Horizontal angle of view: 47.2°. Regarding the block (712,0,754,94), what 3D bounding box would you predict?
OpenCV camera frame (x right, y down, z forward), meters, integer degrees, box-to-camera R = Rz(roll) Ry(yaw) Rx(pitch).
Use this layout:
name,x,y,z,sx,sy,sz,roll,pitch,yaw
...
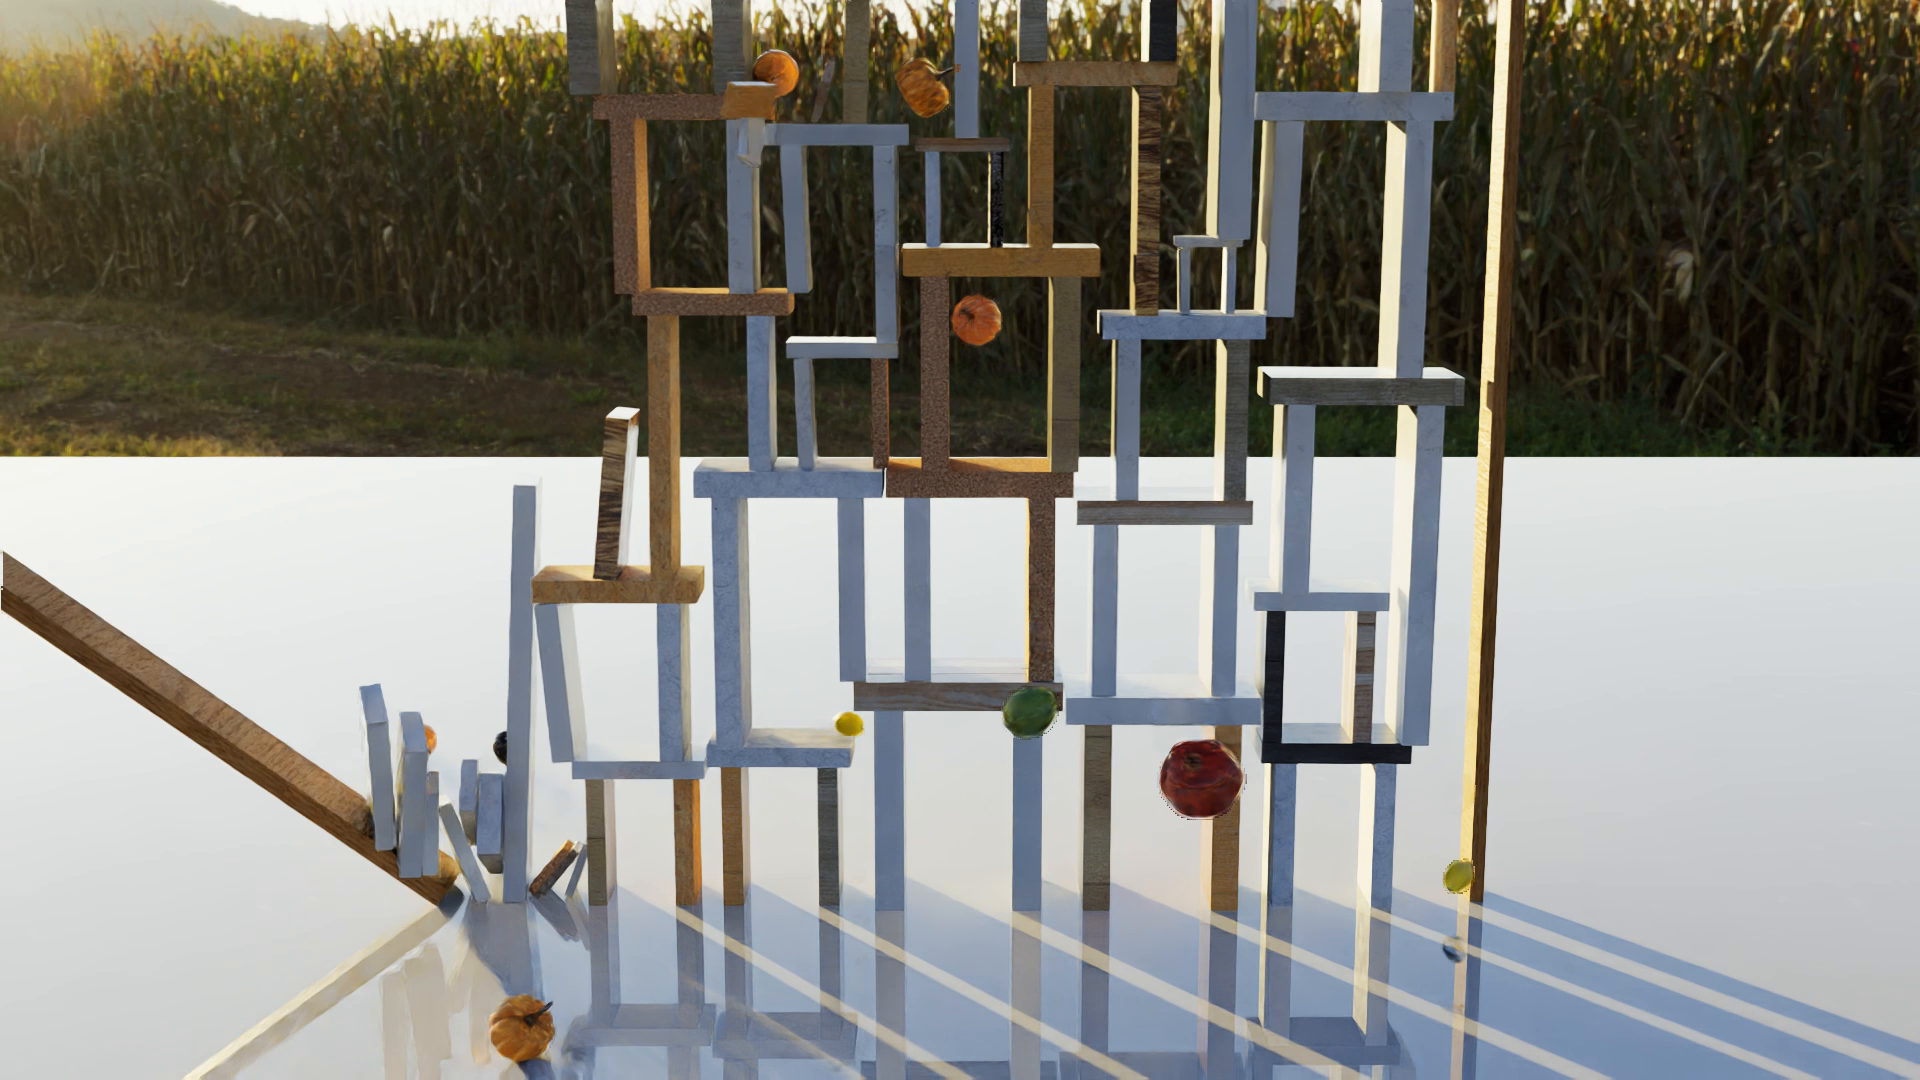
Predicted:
name,x,y,z,sx,sy,sz,roll,pitch,yaw
block,-0.354,-0.857,3.400,0.047,0.330,0.165,-1,11,0

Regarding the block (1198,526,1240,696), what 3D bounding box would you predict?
name,x,y,z,sx,sy,sz,roll,pitch,yaw
block,0.421,0.101,3.580,0.040,0.279,0.140,0,11,-2

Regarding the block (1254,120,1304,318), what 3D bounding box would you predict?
name,x,y,z,sx,sy,sz,roll,pitch,yaw
block,0.502,-0.508,3.468,0.043,0.301,0.150,1,11,0

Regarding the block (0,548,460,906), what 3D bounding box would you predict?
name,x,y,z,sx,sy,sz,roll,pitch,yaw
block,-1.365,0.203,3.598,1.281,0.034,0.120,36,9,-6

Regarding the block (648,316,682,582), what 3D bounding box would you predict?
name,x,y,z,sx,sy,sz,roll,pitch,yaw
block,-0.474,-0.153,3.531,0.035,0.423,0.122,1,11,0

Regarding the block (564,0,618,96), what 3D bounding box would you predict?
name,x,y,z,sx,sy,sz,roll,pitch,yaw
block,-0.575,-0.857,3.400,0.047,0.330,0.165,-1,11,0

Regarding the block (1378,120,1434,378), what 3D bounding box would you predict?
name,x,y,z,sx,sy,sz,roll,pitch,yaw
block,0.703,-0.461,3.473,0.043,0.395,0.150,0,11,0

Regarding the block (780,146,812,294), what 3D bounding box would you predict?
name,x,y,z,sx,sy,sz,roll,pitch,yaw
block,-0.257,-0.507,3.464,0.032,0.227,0.113,-2,11,0

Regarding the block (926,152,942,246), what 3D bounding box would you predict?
name,x,y,z,sx,sy,sz,roll,pitch,yaw
block,-0.042,-0.538,3.466,0.021,0.147,0.073,0,11,2

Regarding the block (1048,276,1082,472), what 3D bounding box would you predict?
name,x,y,z,sx,sy,sz,roll,pitch,yaw
block,0.165,-0.271,3.510,0.043,0.307,0.153,0,11,0

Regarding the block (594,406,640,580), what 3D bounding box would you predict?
name,x,y,z,sx,sy,sz,roll,pitch,yaw
block,-0.554,-0.076,3.549,0.037,0.261,0.131,6,10,-2

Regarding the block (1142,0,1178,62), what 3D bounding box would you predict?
name,x,y,z,sx,sy,sz,roll,pitch,yaw
block,0.308,-0.887,3.391,0.042,0.295,0.148,0,10,0

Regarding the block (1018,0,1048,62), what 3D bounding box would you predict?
name,x,y,z,sx,sy,sz,roll,pitch,yaw
block,0.112,-0.887,3.391,0.042,0.295,0.148,0,11,0

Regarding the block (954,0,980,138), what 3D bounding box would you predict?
name,x,y,z,sx,sy,sz,roll,pitch,yaw
block,0.012,-0.766,3.425,0.036,0.275,0.127,0,11,2

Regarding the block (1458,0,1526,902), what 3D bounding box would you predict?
name,x,y,z,sx,sy,sz,roll,pitch,yaw
block,0.853,-0.133,3.535,0.023,1.471,0.081,0,11,0

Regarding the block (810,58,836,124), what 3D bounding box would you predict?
name,x,y,z,sx,sy,sz,roll,pitch,yaw
block,-0.211,-0.691,3.386,0.014,0.048,0.096,15,-31,-8

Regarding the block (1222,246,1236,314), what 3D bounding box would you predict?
name,x,y,z,sx,sy,sz,roll,pitch,yaw
block,0.426,-0.413,3.485,0.015,0.105,0.053,0,11,0

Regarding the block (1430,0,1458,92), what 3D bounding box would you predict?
name,x,y,z,sx,sy,sz,roll,pitch,yaw
block,0.750,-0.776,3.409,0.023,0.161,0.081,0,11,0

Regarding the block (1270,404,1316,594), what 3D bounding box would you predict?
name,x,y,z,sx,sy,sz,roll,pitch,yaw
block,0.535,-0.077,3.544,0.043,0.303,0.152,0,11,0

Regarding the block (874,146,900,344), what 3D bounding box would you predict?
name,x,y,z,sx,sy,sz,roll,pitch,yaw
block,-0.115,-0.468,3.470,0.032,0.305,0.113,0,11,2

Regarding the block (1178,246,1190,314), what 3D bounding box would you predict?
name,x,y,z,sx,sy,sz,roll,pitch,yaw
block,0.355,-0.413,3.485,0.015,0.105,0.053,-1,11,0

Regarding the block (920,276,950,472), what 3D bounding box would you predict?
name,x,y,z,sx,sy,sz,roll,pitch,yaw
block,-0.040,-0.271,3.510,0.043,0.307,0.153,0,11,0

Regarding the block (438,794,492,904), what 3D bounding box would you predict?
name,x,y,z,sx,sy,sz,roll,pitch,yaw
block,-0.821,0.507,3.616,0.025,0.174,0.087,-24,10,-18

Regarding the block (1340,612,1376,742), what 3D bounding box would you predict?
name,x,y,z,sx,sy,sz,roll,pitch,yaw
block,0.651,0.211,3.595,0.031,0.218,0.109,0,11,0

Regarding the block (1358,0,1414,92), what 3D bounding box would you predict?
name,x,y,z,sx,sy,sz,roll,pitch,yaw
block,0.661,-0.869,3.391,0.050,0.350,0.175,0,11,0

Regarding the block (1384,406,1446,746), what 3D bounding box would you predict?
name,x,y,z,sx,sy,sz,roll,pitch,yaw
block,0.736,0.046,3.568,0.043,0.552,0.152,0,11,0

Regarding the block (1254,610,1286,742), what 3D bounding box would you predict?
name,x,y,z,sx,sy,sz,roll,pitch,yaw
block,0.506,0.210,3.595,0.031,0.218,0.109,0,11,0

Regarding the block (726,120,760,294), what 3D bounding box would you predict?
name,x,y,z,sx,sy,sz,roll,pitch,yaw
block,-0.340,-0.526,3.459,0.038,0.266,0.133,0,11,0

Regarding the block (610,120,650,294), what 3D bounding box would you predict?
name,x,y,z,sx,sy,sz,roll,pitch,yaw
block,-0.518,-0.526,3.459,0.038,0.266,0.133,0,11,0

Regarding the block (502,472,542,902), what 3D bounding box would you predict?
name,x,y,z,sx,sy,sz,roll,pitch,yaw
block,-0.721,0.243,3.626,0.037,0.697,0.131,2,10,-7

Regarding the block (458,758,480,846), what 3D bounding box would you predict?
name,x,y,z,sx,sy,sz,roll,pitch,yaw
block,-0.794,0.429,3.583,0.025,0.087,0.174,1,-27,-7

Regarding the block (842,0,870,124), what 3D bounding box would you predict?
name,x,y,z,sx,sy,sz,roll,pitch,yaw
block,-0.159,-0.777,3.417,0.036,0.255,0.127,2,11,-2

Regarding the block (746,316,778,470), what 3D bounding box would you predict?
name,x,y,z,sx,sy,sz,roll,pitch,yaw
block,-0.316,-0.241,3.511,0.035,0.244,0.122,0,11,0

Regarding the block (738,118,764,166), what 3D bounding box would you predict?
name,x,y,z,sx,sy,sz,roll,pitch,yaw
block,-0.308,-0.607,3.254,0.014,0.096,0.048,2,-7,22

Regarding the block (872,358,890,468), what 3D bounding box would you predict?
name,x,y,z,sx,sy,sz,roll,pitch,yaw
block,-0.127,-0.208,3.522,0.025,0.176,0.088,-1,11,-1

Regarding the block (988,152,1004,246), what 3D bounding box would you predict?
name,x,y,z,sx,sy,sz,roll,pitch,yaw
block,0.057,-0.538,3.464,0.021,0.147,0.073,0,11,-1

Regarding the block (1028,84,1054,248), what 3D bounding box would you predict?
name,x,y,z,sx,sy,sz,roll,pitch,yaw
block,0.126,-0.586,3.449,0.035,0.247,0.124,0,10,0

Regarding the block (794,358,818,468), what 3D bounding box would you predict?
name,x,y,z,sx,sy,sz,roll,pitch,yaw
block,-0.247,-0.209,3.524,0.025,0.175,0.088,-2,11,1

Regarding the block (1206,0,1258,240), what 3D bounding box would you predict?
name,x,y,z,sx,sy,sz,roll,pitch,yaw
block,0.425,-0.760,3.415,0.050,0.573,0.175,0,11,0

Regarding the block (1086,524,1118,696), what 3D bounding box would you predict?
name,x,y,z,sx,sy,sz,roll,pitch,yaw
block,0.232,0.101,3.581,0.040,0.279,0.140,0,11,0

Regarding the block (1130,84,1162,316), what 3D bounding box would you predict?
name,x,y,z,sx,sy,sz,roll,pitch,yaw
block,0.292,-0.534,3.458,0.035,0.353,0.124,0,11,0

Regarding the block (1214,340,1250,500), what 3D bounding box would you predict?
name,x,y,z,sx,sy,sz,roll,pitch,yaw
block,0.435,-0.200,3.521,0.036,0.255,0.127,0,11,0

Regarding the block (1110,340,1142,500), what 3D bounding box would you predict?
name,x,y,z,sx,sy,sz,roll,pitch,yaw
block,0.265,-0.200,3.521,0.036,0.255,0.127,0,11,0

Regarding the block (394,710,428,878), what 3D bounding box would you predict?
name,x,y,z,sx,sy,sz,roll,pitch,yaw
block,-0.885,0.410,3.542,0.034,0.240,0.120,-1,27,-20
